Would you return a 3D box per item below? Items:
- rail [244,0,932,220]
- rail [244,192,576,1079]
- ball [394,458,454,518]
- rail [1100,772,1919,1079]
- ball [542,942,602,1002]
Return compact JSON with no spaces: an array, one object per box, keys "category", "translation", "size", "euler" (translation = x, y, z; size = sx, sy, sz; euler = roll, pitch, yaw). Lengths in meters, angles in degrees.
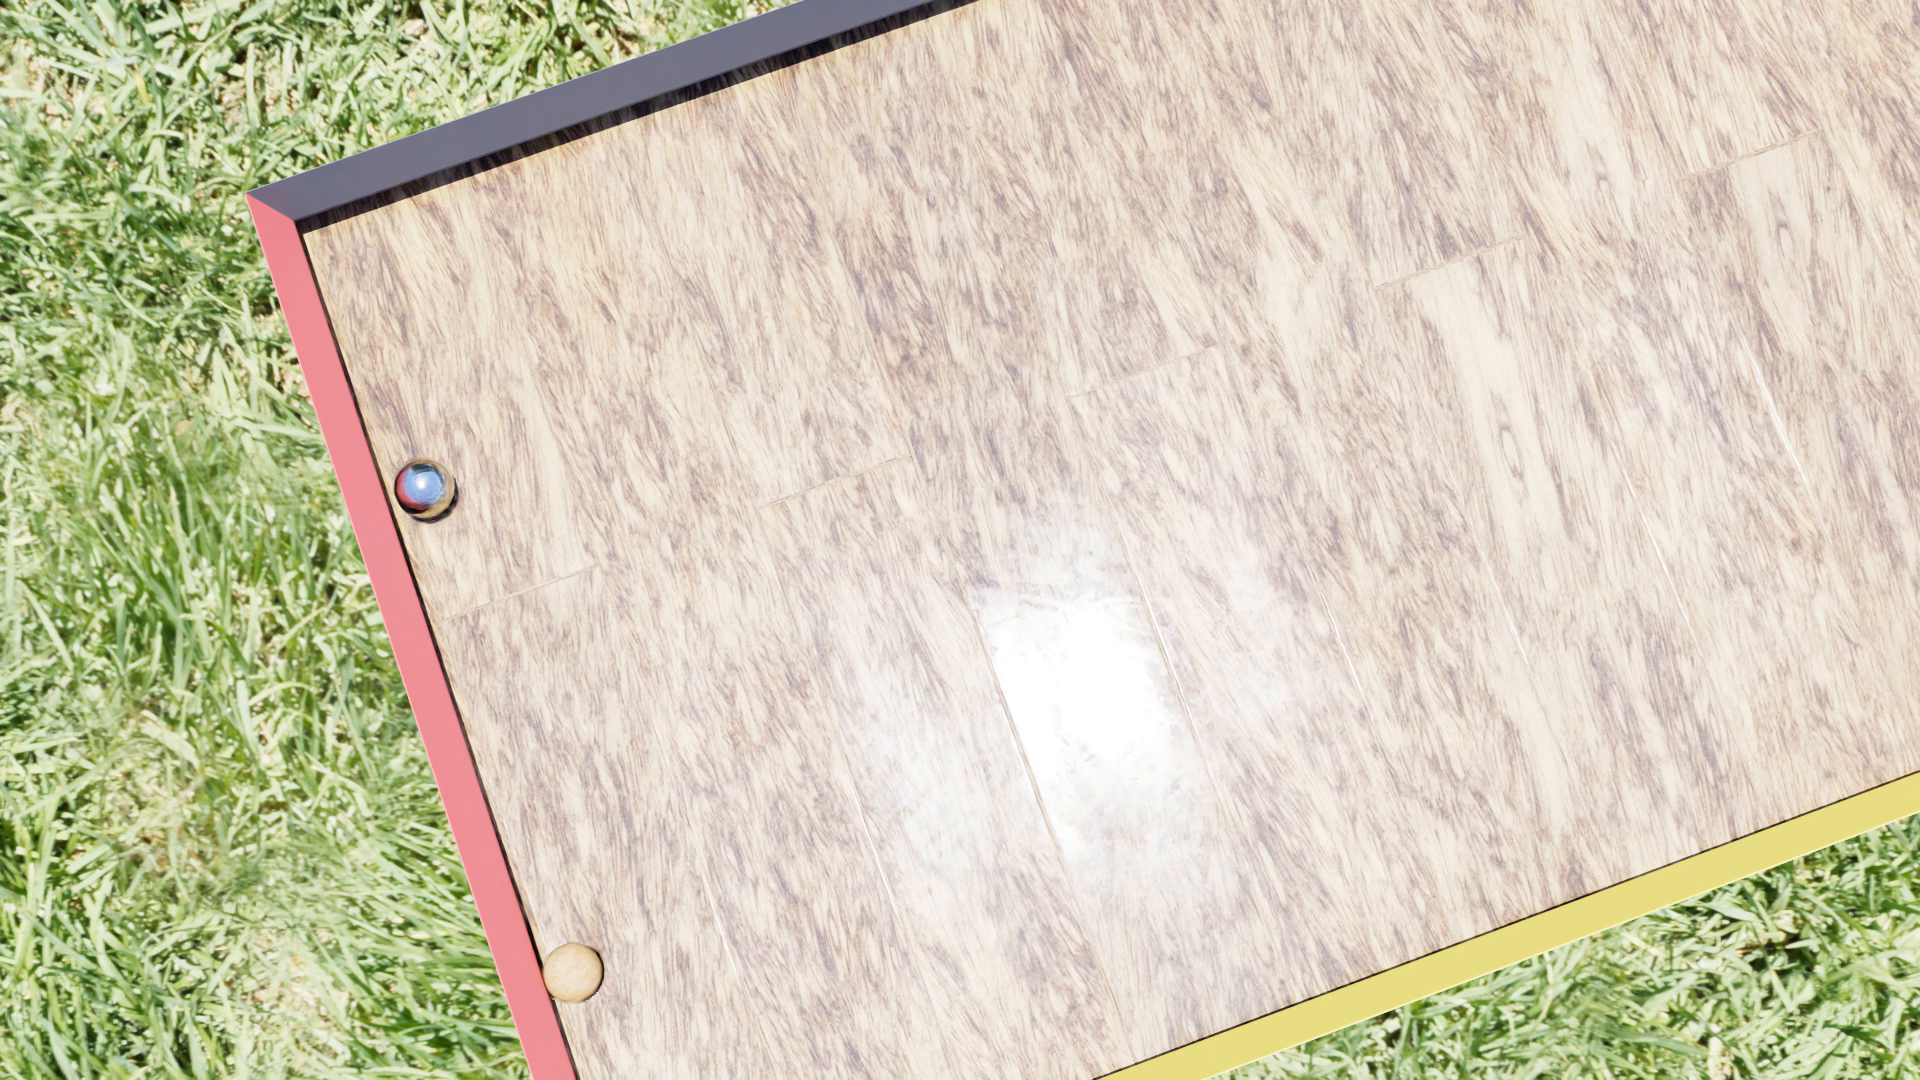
[{"category":"rail","translation":[0.496,-1.045,3.408],"size":[3.306,0.115,0.045],"euler":[-20,82,-3]},{"category":"rail","translation":[-0.755,0.269,3.207],"size":[0.045,0.115,1.691],"euler":[-20,82,-3]},{"category":"ball","translation":[-0.798,-0.077,3.274],"size":[0.088,0.088,0.088],"euler":[0,81,0]},{"category":"rail","translation":[1.057,0.482,3.174],"size":[3.306,0.115,0.045],"euler":[-20,82,-3]},{"category":"ball","translation":[-0.558,0.623,3.169],"size":[0.085,0.085,0.085],"euler":[0,81,0]}]
